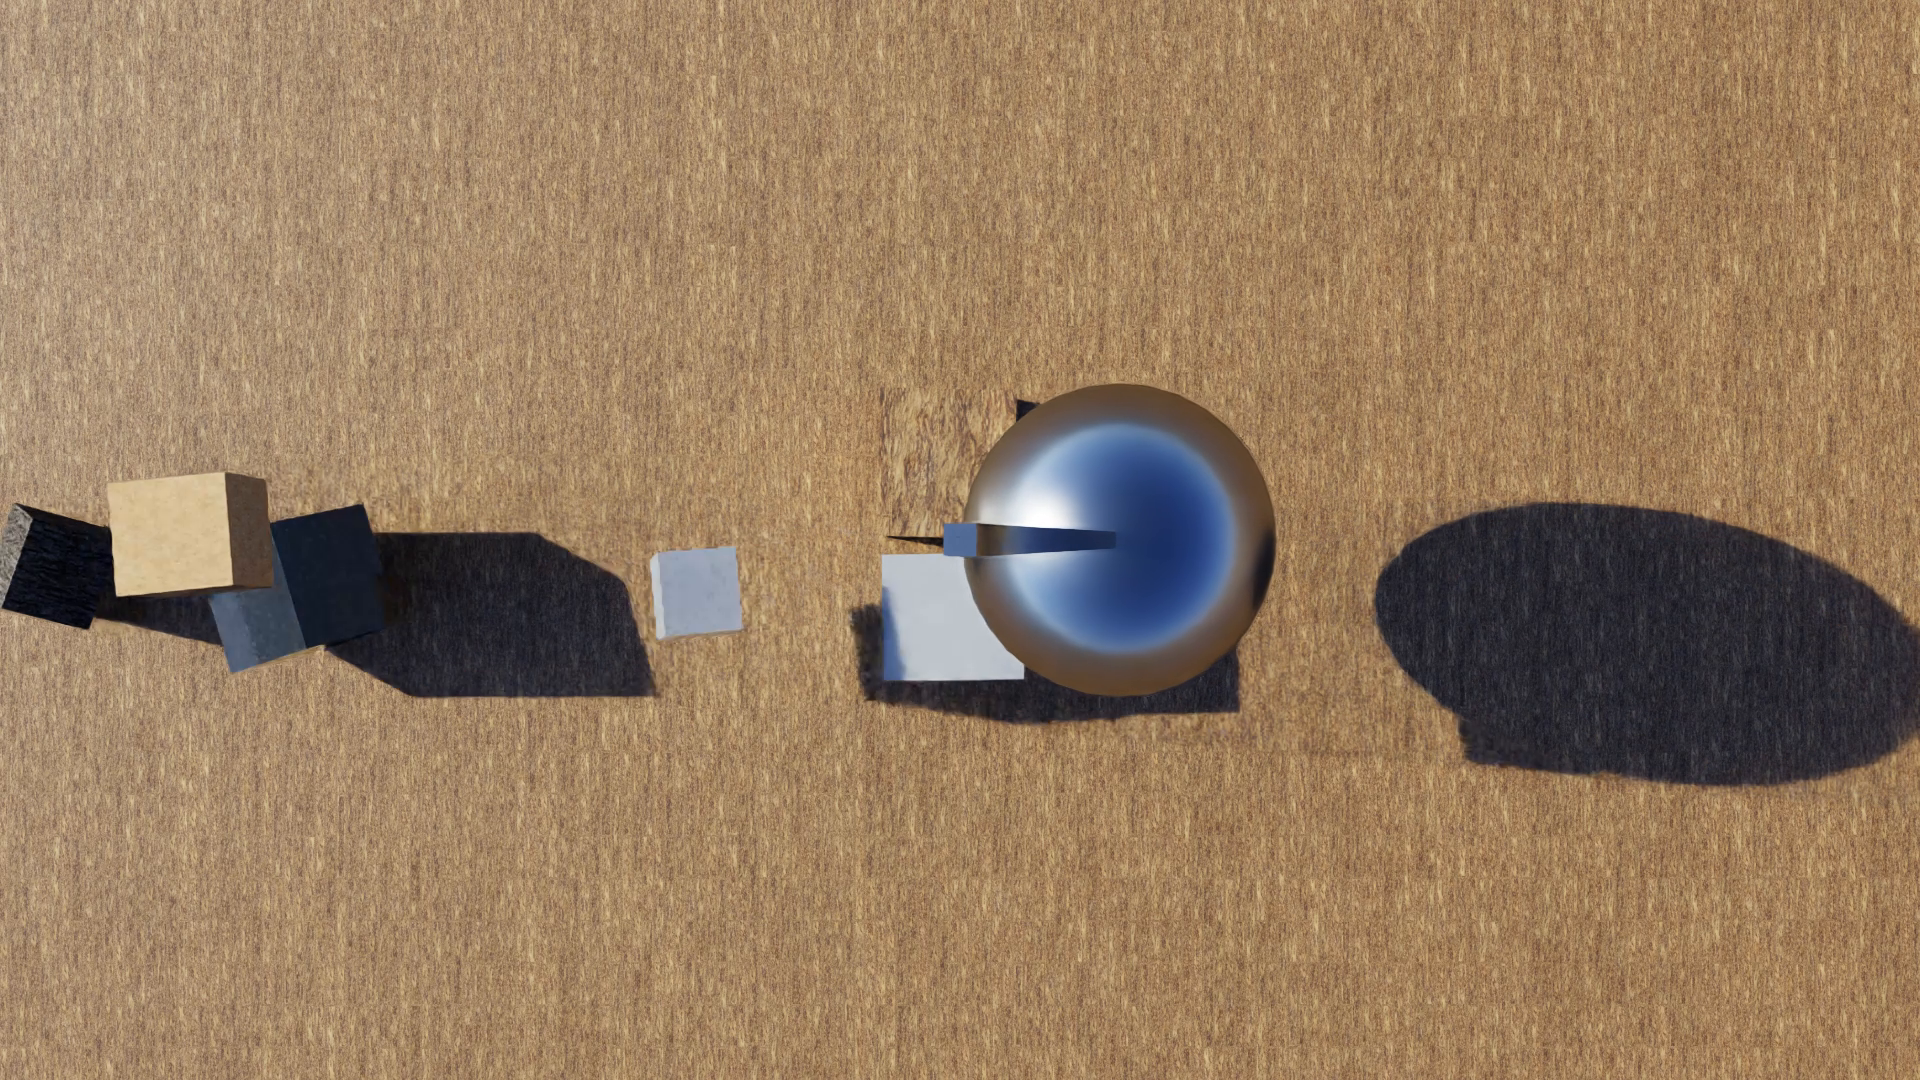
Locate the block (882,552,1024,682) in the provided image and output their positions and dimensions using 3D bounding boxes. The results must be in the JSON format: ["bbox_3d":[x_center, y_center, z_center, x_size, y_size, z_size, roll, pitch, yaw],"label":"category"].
[{"bbox_3d":[-0.038,0.430,12.648,0.788,0.703,0.710,-1,90,0],"label":"block"}]

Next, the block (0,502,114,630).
[{"bbox_3d":[-5.225,0.150,12.644,0.490,0.504,0.536,19,89,-36],"label":"block"}]

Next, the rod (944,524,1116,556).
[{"bbox_3d":[0.349,0.000,7.832,0.080,5.200,0.080,0,90,8],"label":"rod"}]

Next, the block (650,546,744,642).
[{"bbox_3d":[-1.258,0.258,10.477,0.366,0.362,0.393,-5,85,-14],"label":"block"}]

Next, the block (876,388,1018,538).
[{"bbox_3d":[-0.075,-0.430,12.650,0.766,0.700,0.832,2,90,0],"label":"block"}]

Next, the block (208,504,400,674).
[{"bbox_3d":[-3.769,0.277,12.512,0.767,0.634,0.717,-17,90,39],"label":"block"}]

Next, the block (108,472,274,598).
[{"bbox_3d":[-3.787,-0.017,10.852,0.582,0.521,0.548,-6,87,4],"label":"block"}]

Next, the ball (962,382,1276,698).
[{"bbox_3d":[0.806,0.000,11.201,1.600,1.600,1.600,0,90,0],"label":"ball"}]
